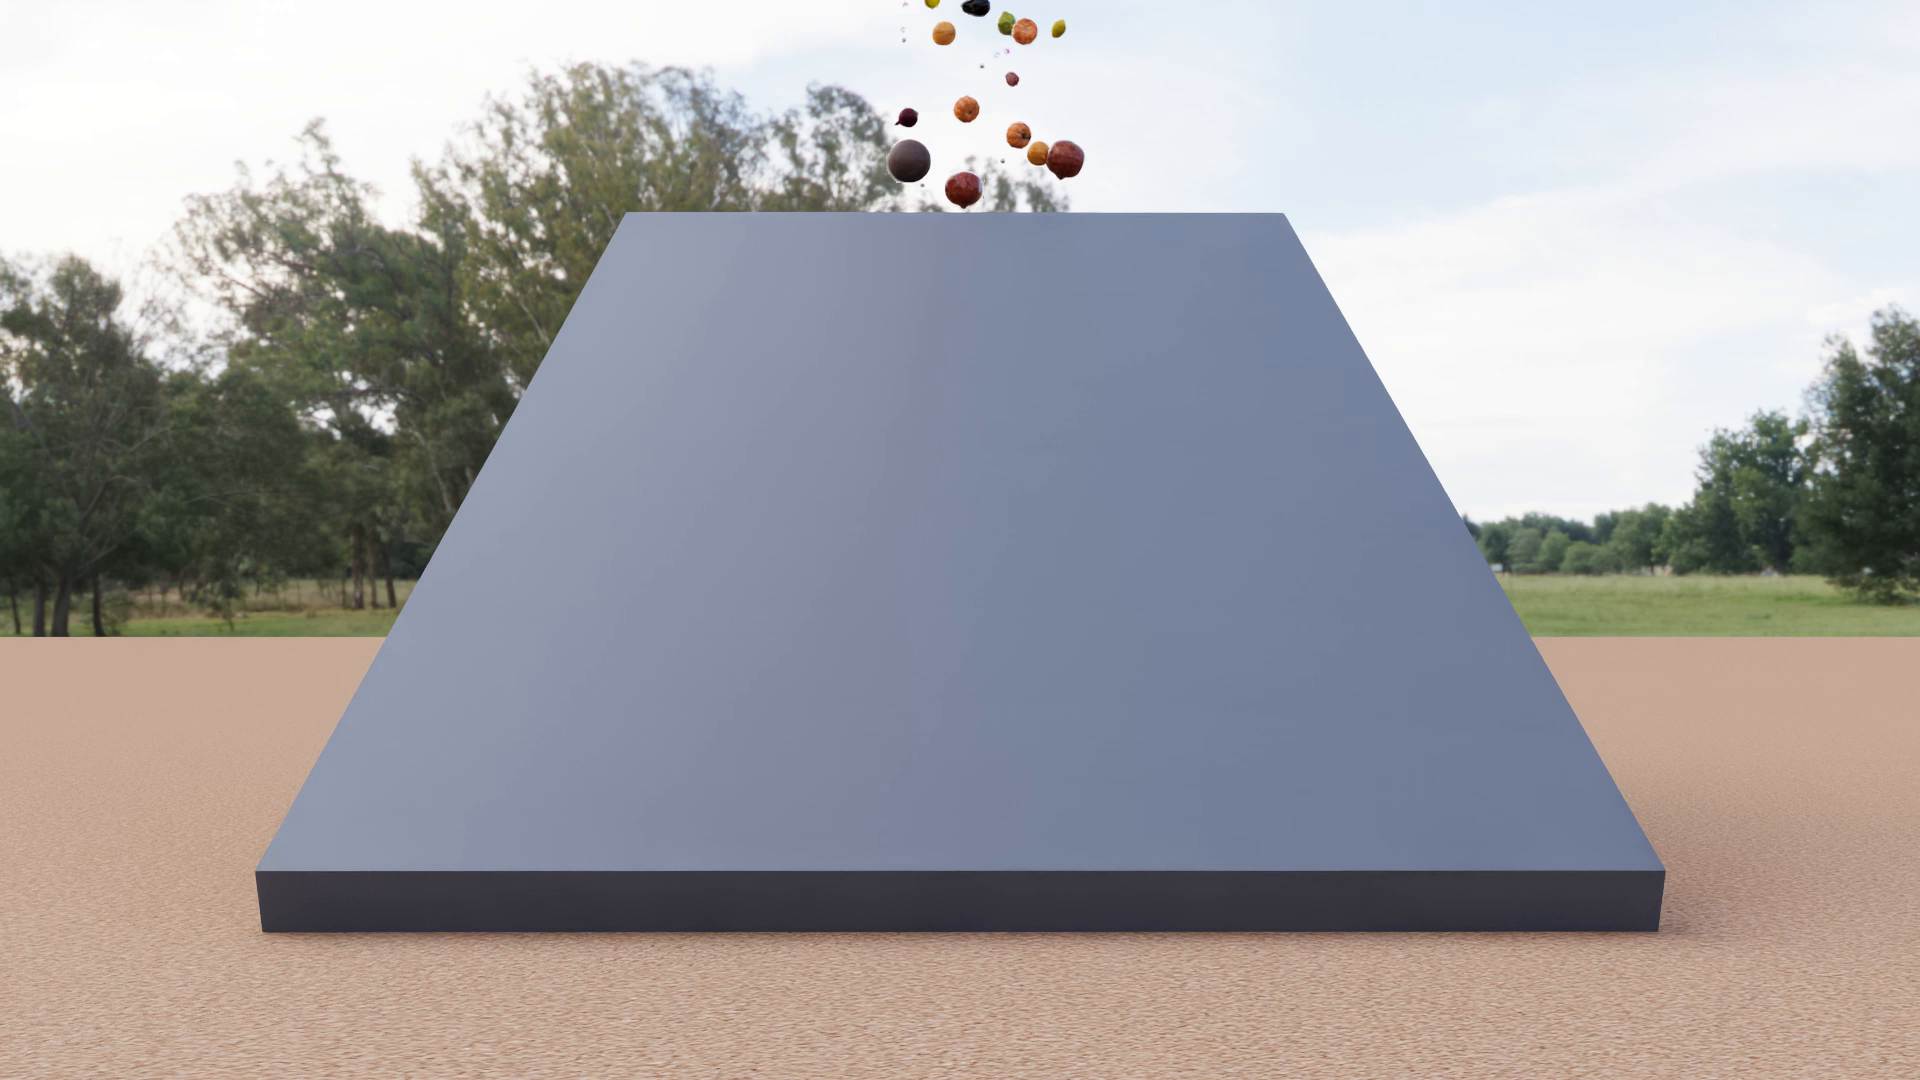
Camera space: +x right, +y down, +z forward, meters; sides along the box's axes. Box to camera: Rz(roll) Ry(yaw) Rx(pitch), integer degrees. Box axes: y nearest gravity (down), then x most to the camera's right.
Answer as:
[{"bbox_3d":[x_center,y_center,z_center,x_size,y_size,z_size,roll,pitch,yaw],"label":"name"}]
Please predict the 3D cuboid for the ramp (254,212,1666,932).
[{"bbox_3d":[-0.006,-0.218,5.123,2.000,0.100,4.000,0,22,0],"label":"ramp"}]
